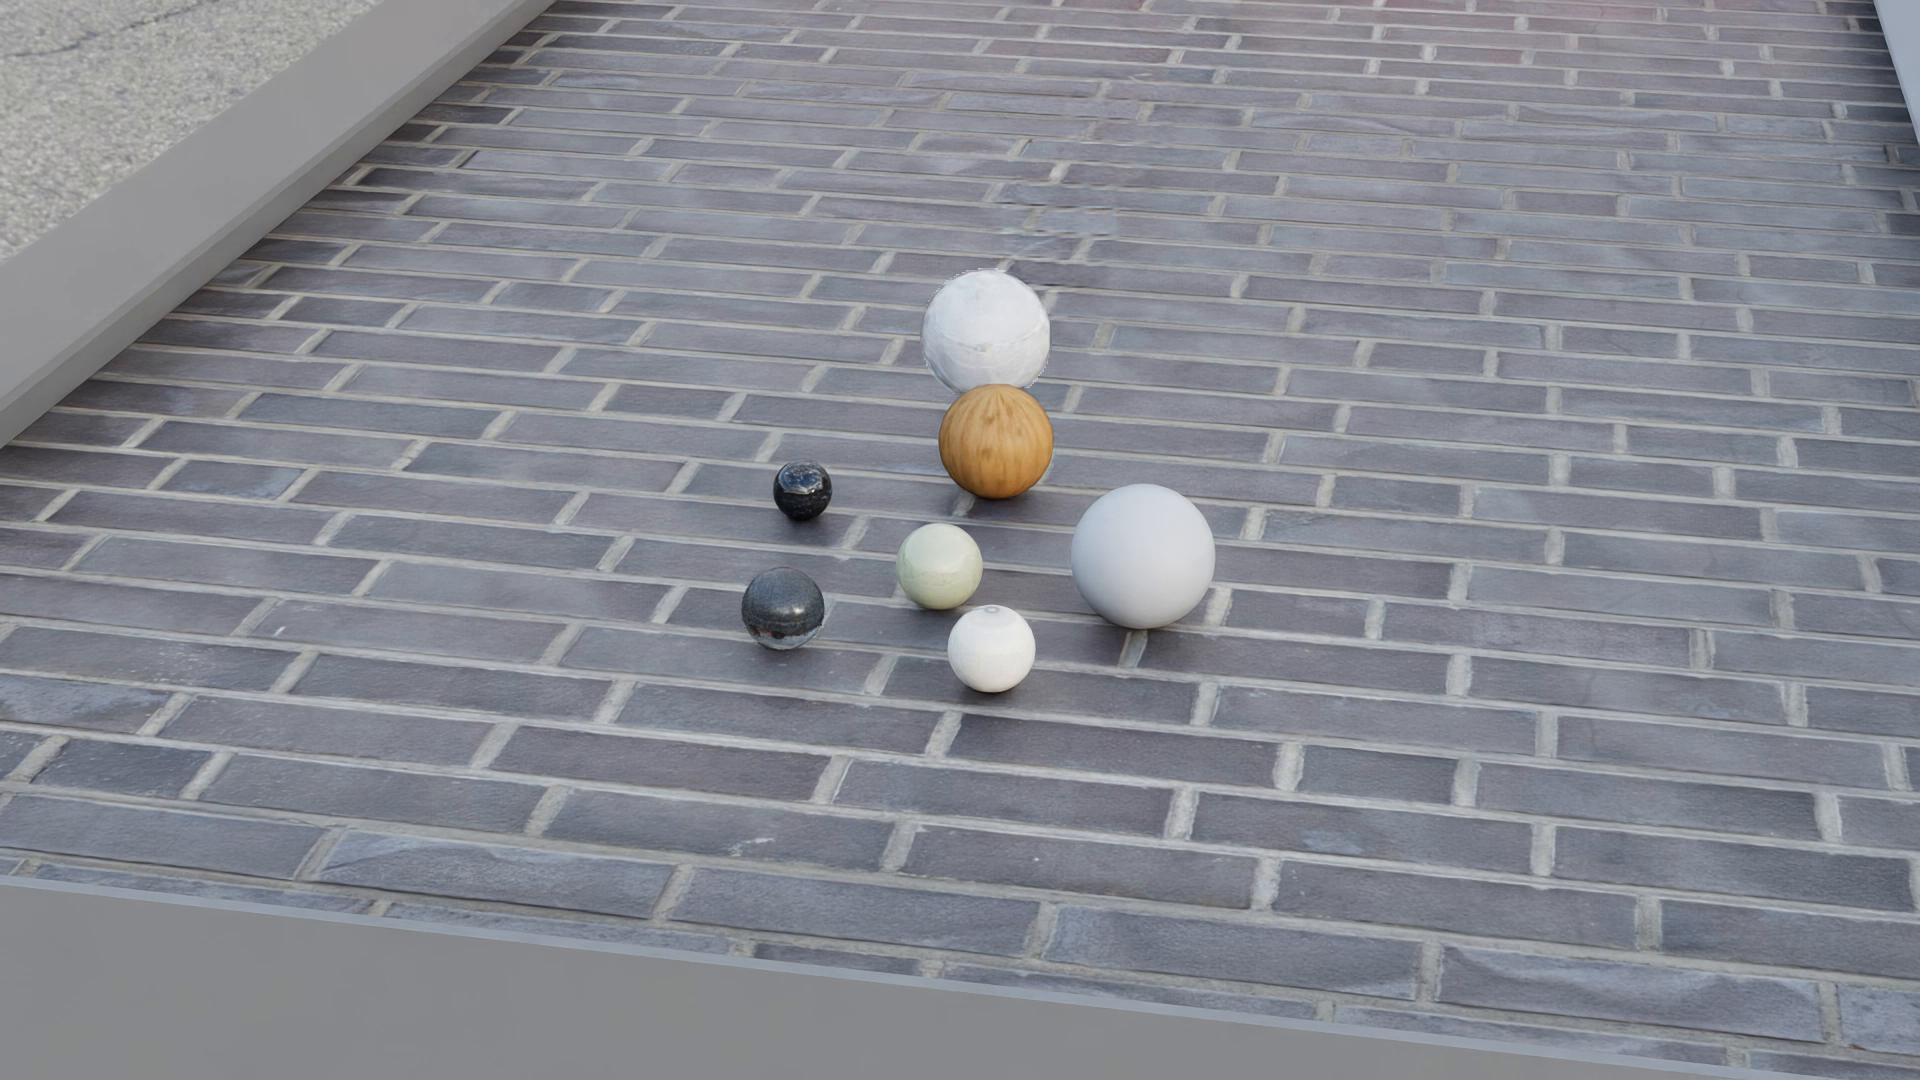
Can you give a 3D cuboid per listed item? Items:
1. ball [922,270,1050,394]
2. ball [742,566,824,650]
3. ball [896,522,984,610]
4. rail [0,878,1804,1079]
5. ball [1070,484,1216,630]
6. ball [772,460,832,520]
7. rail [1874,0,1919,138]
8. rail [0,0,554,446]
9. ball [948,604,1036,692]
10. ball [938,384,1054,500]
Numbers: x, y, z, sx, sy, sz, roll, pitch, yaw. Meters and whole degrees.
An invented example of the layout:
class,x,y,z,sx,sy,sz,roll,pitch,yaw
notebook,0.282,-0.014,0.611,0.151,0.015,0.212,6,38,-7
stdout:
class,x,y,z,sx,sy,sz,roll,pitch,yaw
ball,0.020,-0.154,2.205,0.097,0.097,0.097,0,25,0
ball,-0.111,0.043,1.839,0.052,0.052,0.052,0,25,0
ball,-0.013,0.017,1.890,0.056,0.056,0.056,0,25,0
rail,-0.121,0.231,1.351,1.456,0.126,0.045,5,26,10
ball,0.116,0.010,1.861,0.092,0.092,0.092,0,25,0
ball,-0.108,-0.035,2.017,0.041,0.041,0.041,0,25,0
rail,0.817,-0.241,2.355,0.045,0.126,2.589,5,26,10
rail,-0.565,-0.358,2.603,0.045,0.126,2.589,5,26,10
ball,0.019,0.066,1.788,0.054,0.054,0.054,0,25,0
ball,0.025,-0.068,2.043,0.080,0.080,0.080,0,25,0
